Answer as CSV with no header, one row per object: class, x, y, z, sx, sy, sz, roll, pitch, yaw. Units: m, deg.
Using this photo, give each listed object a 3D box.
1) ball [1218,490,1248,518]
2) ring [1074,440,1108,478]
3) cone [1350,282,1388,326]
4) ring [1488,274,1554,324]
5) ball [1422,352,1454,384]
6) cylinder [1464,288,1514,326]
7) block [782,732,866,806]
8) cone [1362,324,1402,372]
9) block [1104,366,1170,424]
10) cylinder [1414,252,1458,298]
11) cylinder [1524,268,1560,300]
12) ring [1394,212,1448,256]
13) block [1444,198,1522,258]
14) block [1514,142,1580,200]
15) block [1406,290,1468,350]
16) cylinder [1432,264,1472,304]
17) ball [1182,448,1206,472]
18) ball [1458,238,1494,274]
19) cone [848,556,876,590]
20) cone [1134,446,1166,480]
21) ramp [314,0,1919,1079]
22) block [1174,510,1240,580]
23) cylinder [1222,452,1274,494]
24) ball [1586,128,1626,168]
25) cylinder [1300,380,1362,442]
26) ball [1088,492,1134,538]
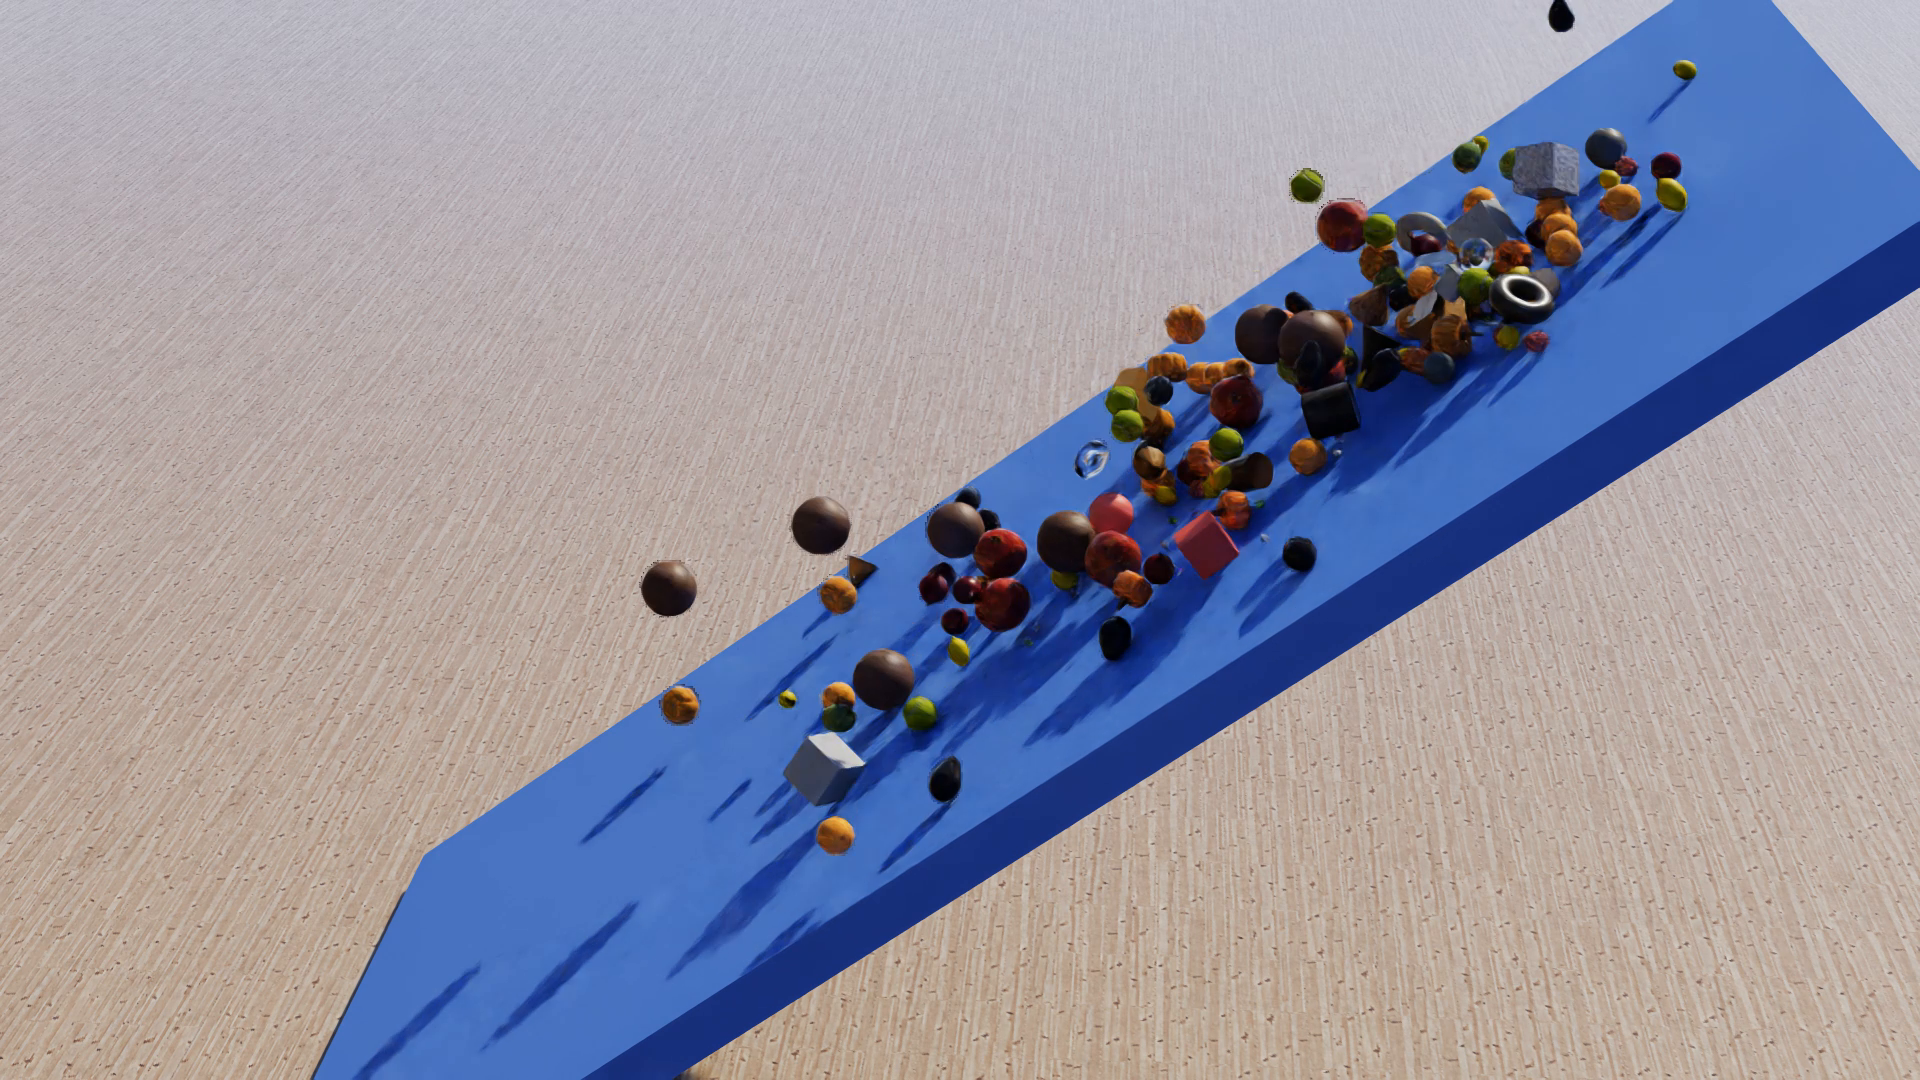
ball,0.539,-0.072,5.805,0.056,0.056,0.056,0,23,0
ring,0.281,-0.171,6.283,0.087,0.087,0.029,-18,30,-36
cone,0.872,-0.509,6.145,0.089,0.089,0.089,10,51,-13
ring,1.061,-0.456,5.562,0.129,0.043,0.129,10,40,-8
ball,0.921,-0.331,5.661,0.062,0.062,0.062,0,23,0
cylinder,1.033,-0.453,5.704,0.076,0.076,0.076,-14,8,-30
block,-0.273,0.462,5.929,0.100,0.100,0.100,43,22,23
cone,0.814,-0.369,5.811,0.086,0.086,0.086,27,9,-5
block,0.388,-0.315,6.436,0.087,0.087,0.087,36,-17,-22
cylinder,0.974,-0.531,5.997,0.088,0.088,0.088,-8,24,4
cylinder,1.109,-0.484,5.659,0.065,0.065,0.065,-17,0,-34
ring,0.989,-0.655,6.304,0.117,0.117,0.039,9,52,22
block,1.061,-0.622,5.954,0.095,0.095,0.095,-38,-11,29
block,1.183,-0.744,5.932,0.093,0.093,0.093,8,-7,-44
block,0.949,-0.440,5.813,0.080,0.080,0.080,34,58,-14
cylinder,0.962,-0.501,5.746,0.055,0.055,0.055,32,22,-14
ball,0.492,-0.169,6.195,0.050,0.050,0.050,0,23,0
ball,1.000,-0.551,5.698,0.070,0.070,0.070,0,23,0
cone,-0.252,0.089,7.184,0.076,0.076,0.076,21,-9,3
cone,0.400,-0.156,6.120,0.069,0.069,0.069,-2,8,-5
ramp,0.129,0.179,6.321,4.000,0.100,2.000,-34,16,16
block,0.475,0.009,5.668,0.085,0.085,0.085,-37,16,8
cylinder,0.569,-0.131,5.814,0.073,0.073,0.073,-17,1,-35
ball,1.327,-0.806,6.040,0.083,0.083,0.083,0,23,0
cylinder,0.728,-0.252,5.766,0.096,0.096,0.096,-16,19,13
ball,0.306,-0.051,5.964,0.092,0.092,0.092,0,23,0
